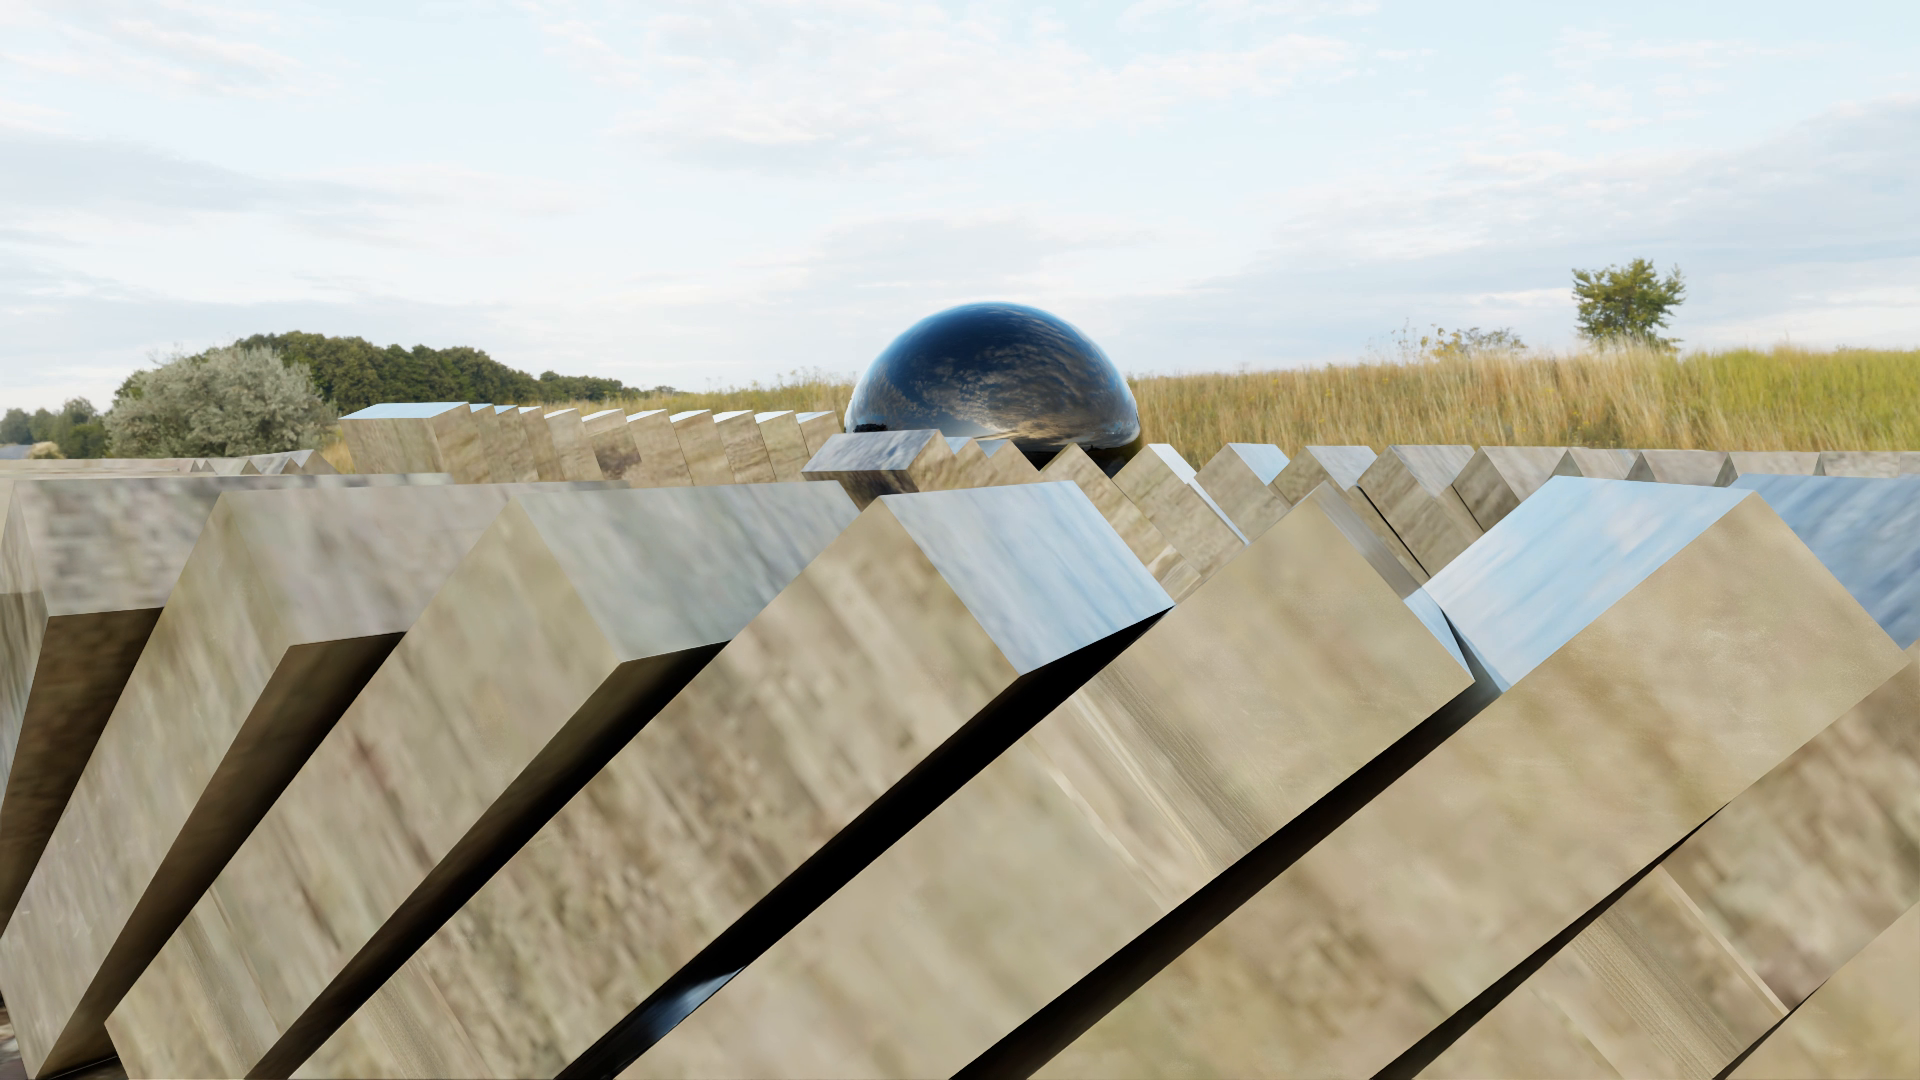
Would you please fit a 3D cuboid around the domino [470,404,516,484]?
[{"bbox_3d":[-0.101,-0.002,0.264,0.025,0.050,0.009,2,24,27],"label":"domino"}]

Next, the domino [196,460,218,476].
[{"bbox_3d":[-0.111,0.008,0.187,0.025,0.009,0.050,0,-38,4],"label":"domino"}]

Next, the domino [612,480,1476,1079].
[{"bbox_3d":[0.003,0.017,0.069,0.050,0.010,0.025,-42,-8,16],"label":"domino"}]

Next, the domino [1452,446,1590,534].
[{"bbox_3d":[0.108,0.005,0.217,0.025,0.010,0.050,-1,49,-22],"label":"domino"}]

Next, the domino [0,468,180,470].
[{"bbox_3d":[-0.102,0.011,0.155,0.025,0.010,0.050,-1,-37,-13],"label":"domino"}]

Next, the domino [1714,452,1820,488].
[{"bbox_3d":[0.121,0.009,0.171,0.025,0.010,0.050,1,48,9],"label":"domino"}]

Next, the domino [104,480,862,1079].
[{"bbox_3d":[-0.027,0.017,0.078,0.050,0.009,0.025,-44,-18,25],"label":"domino"}]

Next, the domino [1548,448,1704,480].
[{"bbox_3d":[0.116,0.007,0.202,0.025,0.010,0.050,0,48,-9],"label":"domino"}]

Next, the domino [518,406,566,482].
[{"bbox_3d":[-0.096,-0.004,0.289,0.025,0.050,0.009,4,24,46],"label":"domino"}]

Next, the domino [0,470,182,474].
[{"bbox_3d":[-0.088,0.013,0.127,0.025,0.010,0.050,-2,-36,-24],"label":"domino"}]

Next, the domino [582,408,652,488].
[{"bbox_3d":[-0.079,-0.005,0.304,0.009,0.050,0.025,-22,13,-23],"label":"domino"}]

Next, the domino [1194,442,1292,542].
[{"bbox_3d":[0.069,0.003,0.245,0.010,0.050,0.025,-48,-23,26],"label":"domino"}]

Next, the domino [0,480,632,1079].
[{"bbox_3d":[-0.042,0.016,0.084,0.050,0.009,0.025,-46,-23,30],"label":"domino"}]

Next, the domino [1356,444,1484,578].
[{"bbox_3d":[0.095,0.004,0.228,0.025,0.050,0.010,-3,-39,-35],"label":"domino"}]

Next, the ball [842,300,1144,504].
[{"bbox_3d":[0.008,-0.023,0.340,0.080,0.080,0.080,0,4,0],"label":"ball"}]

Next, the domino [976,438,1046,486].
[{"bbox_3d":[0.019,0.003,0.242,0.009,0.050,0.025,-44,11,-7],"label":"domino"}]

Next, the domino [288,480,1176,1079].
[{"bbox_3d":[-0.013,0.017,0.072,0.050,0.010,0.025,-43,-13,20],"label":"domino"}]

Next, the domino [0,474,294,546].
[{"bbox_3d":[-0.069,0.015,0.102,0.025,0.009,0.050,-3,-36,-36],"label":"domino"}]

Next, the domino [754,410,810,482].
[{"bbox_3d":[-0.042,-0.007,0.321,0.009,0.050,0.025,-22,13,-23],"label":"domino"}]

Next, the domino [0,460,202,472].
[{"bbox_3d":[-0.107,0.009,0.171,0.025,0.009,0.050,0,-38,-6],"label":"domino"}]

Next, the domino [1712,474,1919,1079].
[{"bbox_3d":[0.051,0.017,0.075,0.050,0.009,0.025,-42,8,-3],"label":"domino"}]

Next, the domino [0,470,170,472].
[{"bbox_3d":[-0.096,0.012,0.141,0.025,0.009,0.050,-1,-36,-19],"label":"domino"}]

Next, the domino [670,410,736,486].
[{"bbox_3d":[-0.060,-0.006,0.313,0.009,0.050,0.025,-22,13,-23],"label":"domino"}]

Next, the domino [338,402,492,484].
[{"bbox_3d":[-0.102,-0.002,0.253,0.025,0.050,0.010,2,24,27],"label":"domino"}]

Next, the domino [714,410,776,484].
[{"bbox_3d":[-0.051,-0.006,0.317,0.009,0.050,0.025,-22,13,-23],"label":"domino"}]

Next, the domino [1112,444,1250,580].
[{"bbox_3d":[0.052,0.003,0.248,0.010,0.050,0.025,-45,-10,16],"label":"domino"}]

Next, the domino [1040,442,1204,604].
[{"bbox_3d":[0.035,0.003,0.246,0.009,0.050,0.025,-43,1,5],"label":"domino"}]

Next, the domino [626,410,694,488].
[{"bbox_3d":[-0.070,-0.006,0.309,0.010,0.050,0.025,-22,13,-23],"label":"domino"}]

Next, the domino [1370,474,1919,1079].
[{"bbox_3d":[0.035,0.017,0.071,0.050,0.009,0.025,-42,4,2],"label":"domino"}]

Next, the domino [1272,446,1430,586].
[{"bbox_3d":[0.083,0.004,0.238,0.025,0.050,0.009,-4,-39,-46],"label":"domino"}]

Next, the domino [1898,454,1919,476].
[{"bbox_3d":[0.117,0.012,0.139,0.025,0.010,0.050,3,48,31],"label":"domino"}]

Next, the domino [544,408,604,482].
[{"bbox_3d":[-0.087,-0.005,0.299,0.010,0.050,0.025,-23,14,-24],"label":"domino"}]

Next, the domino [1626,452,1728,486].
[{"bbox_3d":[0.119,0.008,0.187,0.025,0.010,0.050,0,48,-1],"label":"domino"}]

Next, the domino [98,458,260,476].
[{"bbox_3d":[-0.111,0.007,0.202,0.025,0.009,0.050,1,-37,10],"label":"domino"}]

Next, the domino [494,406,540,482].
[{"bbox_3d":[-0.100,-0.003,0.275,0.025,0.050,0.010,2,24,28],"label":"domino"}]

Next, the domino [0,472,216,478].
[{"bbox_3d":[-0.080,0.014,0.114,0.025,0.009,0.050,-3,-36,-30],"label":"domino"}]

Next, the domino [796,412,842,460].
[{"bbox_3d":[-0.033,-0.007,0.325,0.009,0.050,0.025,-22,13,-23],"label":"domino"}]

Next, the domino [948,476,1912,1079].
[{"bbox_3d":[0.019,0.017,0.069,0.050,0.009,0.025,-42,-2,8],"label":"domino"}]

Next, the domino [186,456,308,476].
[{"bbox_3d":[-0.111,0.006,0.218,0.025,0.010,0.050,1,-37,17],"label":"domino"}]

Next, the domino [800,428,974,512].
[{"bbox_3d":[-0.003,0.004,0.217,0.025,0.050,0.009,2,45,44],"label":"domino"}]

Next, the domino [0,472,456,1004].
[{"bbox_3d":[-0.055,0.015,0.093,0.025,0.009,0.050,-5,-36,-47],"label":"domino"}]

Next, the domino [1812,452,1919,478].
[{"bbox_3d":[0.121,0.010,0.155,0.025,0.009,0.050,2,48,21],"label":"domino"}]

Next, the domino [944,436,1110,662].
[{"bbox_3d":[0.007,0.003,0.230,0.010,0.050,0.025,-47,25,-19],"label":"domino"}]

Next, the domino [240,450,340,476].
[{"bbox_3d":[-0.110,0.004,0.233,0.025,0.009,0.050,-3,-38,25],"label":"domino"}]
